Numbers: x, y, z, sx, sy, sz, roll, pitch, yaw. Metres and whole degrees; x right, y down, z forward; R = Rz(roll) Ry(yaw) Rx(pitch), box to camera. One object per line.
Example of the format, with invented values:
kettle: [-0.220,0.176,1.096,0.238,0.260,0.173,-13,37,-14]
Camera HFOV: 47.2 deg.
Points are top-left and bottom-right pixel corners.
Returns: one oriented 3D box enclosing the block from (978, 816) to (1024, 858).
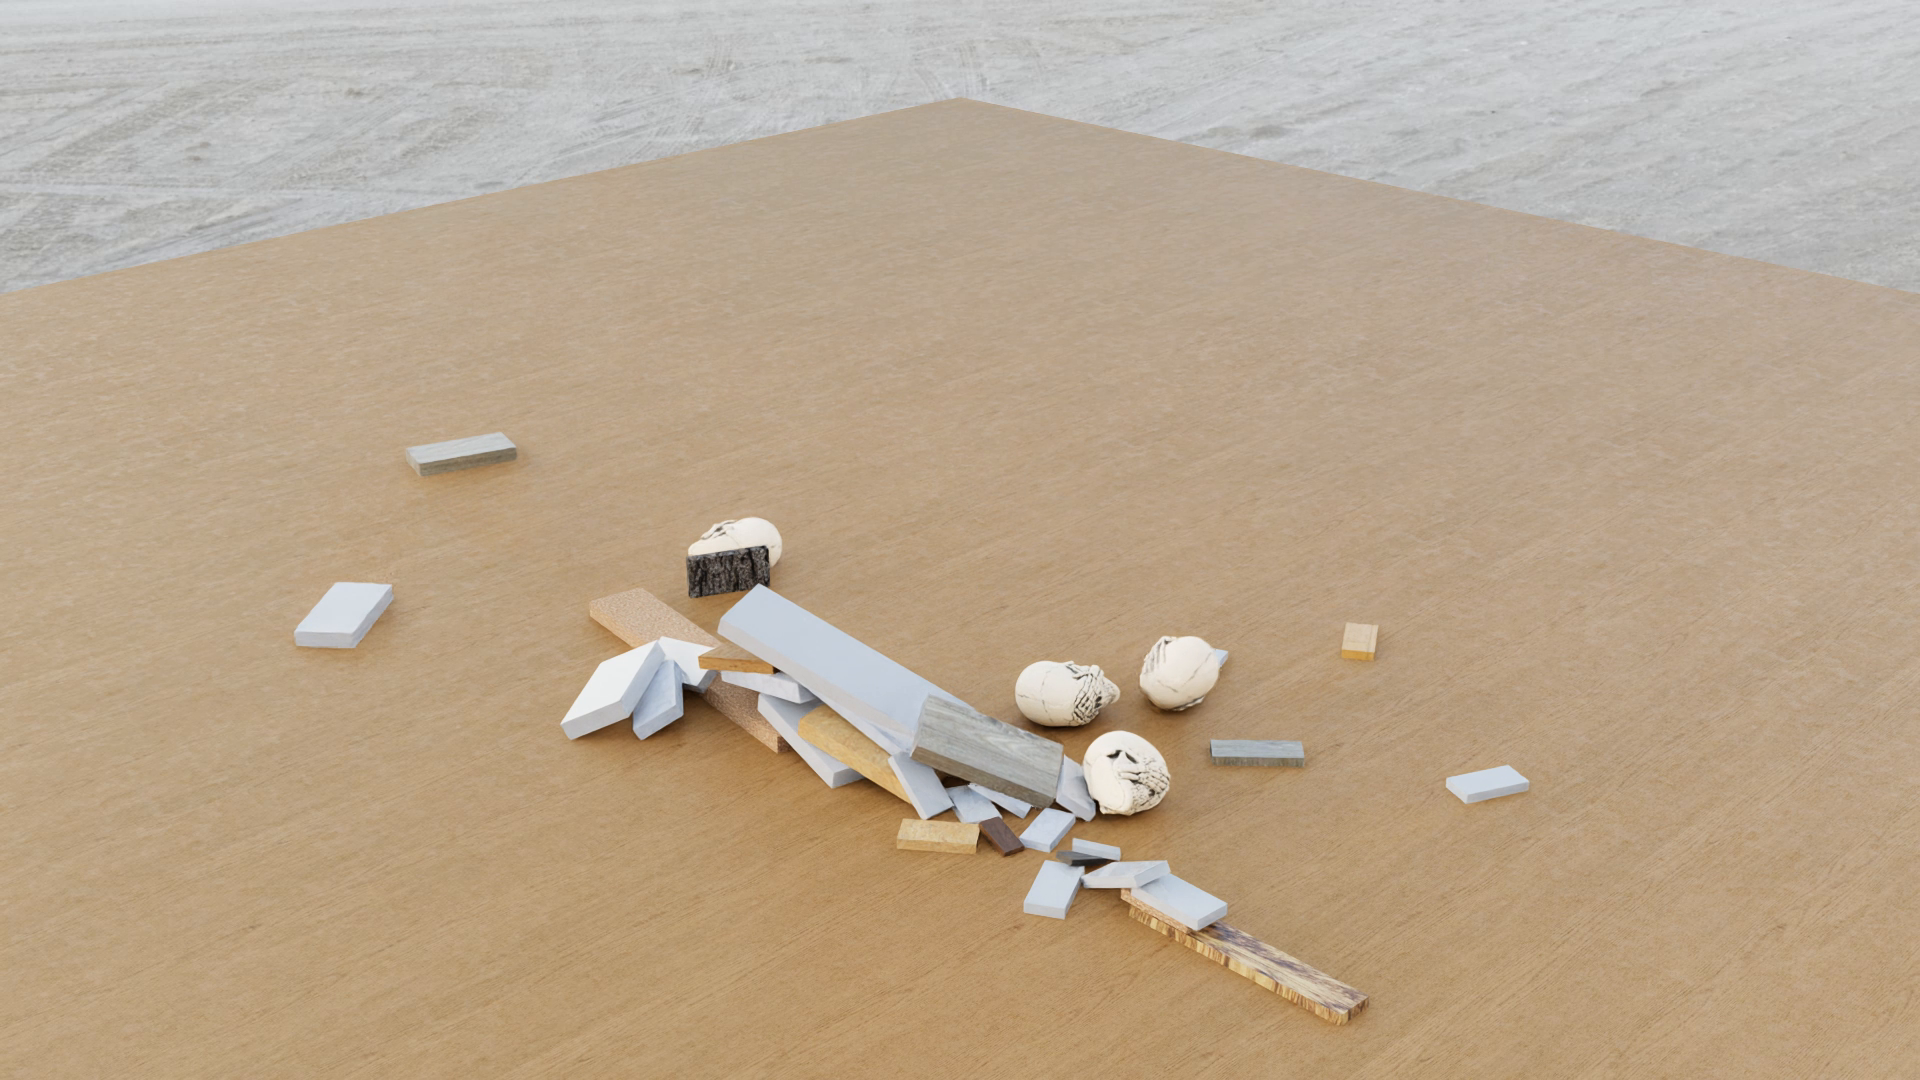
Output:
block: [0.081,0.584,4.336,0.047,0.013,0.094,-14,42,-30]

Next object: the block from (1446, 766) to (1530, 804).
block: [1.090,0.505,4.544,0.150,0.021,0.075,-9,25,-20]

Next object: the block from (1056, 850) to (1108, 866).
block: [0.235,0.615,4.254,0.094,0.013,0.047,5,12,-40]

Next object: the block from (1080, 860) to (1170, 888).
block: [0.310,0.629,4.132,0.079,0.022,0.188,-19,1,-29]

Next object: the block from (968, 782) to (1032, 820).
block: [0.086,0.511,4.464,0.131,0.019,0.066,30,31,6]

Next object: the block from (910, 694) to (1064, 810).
block: [0.056,0.431,4.478,0.301,0.043,0.151,22,40,-8]

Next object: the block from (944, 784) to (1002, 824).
block: [0.026,0.541,4.458,0.073,0.021,0.146,-8,24,-17]

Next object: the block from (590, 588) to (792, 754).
block: [-0.585,0.285,5.037,0.141,0.040,0.858,-16,28,-33]

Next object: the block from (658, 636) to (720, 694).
block: [-0.626,0.281,4.959,0.203,0.029,0.102,9,57,41]

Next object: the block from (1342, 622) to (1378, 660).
block: [0.940,0.238,5.172,0.075,0.021,0.150,5,24,12]

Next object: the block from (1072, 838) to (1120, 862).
block: [0.266,0.603,4.285,0.094,0.013,0.047,12,9,0]

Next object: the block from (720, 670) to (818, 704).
block: [-0.374,0.289,4.774,0.151,0.043,0.301,-17,17,-36]

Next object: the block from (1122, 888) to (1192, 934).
block: [0.388,0.673,4.085,0.082,0.023,0.164,-20,30,-39]

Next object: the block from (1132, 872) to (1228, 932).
block: [0.403,0.662,4.051,0.082,0.023,0.164,-20,30,-38]

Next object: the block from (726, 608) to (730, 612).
block: [-0.396,0.207,4.756,0.109,0.031,0.219,-16,42,-44]

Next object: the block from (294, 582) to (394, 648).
block: [-1.479,0.179,5.287,0.141,0.040,0.282,2,23,5]

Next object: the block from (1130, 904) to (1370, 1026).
block: [0.515,0.748,3.968,0.082,0.023,0.485,-21,31,-40]

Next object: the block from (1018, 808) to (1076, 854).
block: [0.174,0.577,4.377,0.066,0.019,0.131,11,25,24]

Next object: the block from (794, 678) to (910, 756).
block: [-0.223,0.324,4.605,0.396,0.031,0.109,36,41,21]

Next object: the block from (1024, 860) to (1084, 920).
block: [0.180,0.662,4.171,0.079,0.022,0.158,7,24,15]

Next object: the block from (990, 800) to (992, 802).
block: [0.137,0.505,4.541,0.179,0.023,0.081,-3,23,-6]

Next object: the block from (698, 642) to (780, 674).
block: [-0.459,0.258,4.793,0.203,0.029,0.102,2,16,33]

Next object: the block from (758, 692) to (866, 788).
block: [-0.287,0.406,4.674,0.151,0.043,0.302,-16,39,-32]

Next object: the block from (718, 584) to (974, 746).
block: [-0.239,0.273,4.600,0.543,0.043,0.151,29,39,13]

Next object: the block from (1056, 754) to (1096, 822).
block: [0.236,0.506,4.485,0.081,0.023,0.163,33,21,-10]

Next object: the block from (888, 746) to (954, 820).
block: [-0.080,0.491,4.455,0.073,0.021,0.146,-20,74,-39]

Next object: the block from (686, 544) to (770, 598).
block: [-0.574,0.078,5.446,0.203,0.102,0.029,-8,24,-19]

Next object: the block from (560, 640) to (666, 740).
block: [-0.762,0.329,4.851,0.151,0.043,0.302,-22,18,17]

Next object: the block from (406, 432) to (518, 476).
block: [-1.426,-0.246,6.289,0.282,0.040,0.141,-12,26,-26]

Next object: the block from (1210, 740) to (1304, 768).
block: [0.630,0.452,4.667,0.193,0.021,0.075,1,23,2]

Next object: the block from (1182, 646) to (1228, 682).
block: [0.564,0.285,5.066,0.066,0.019,0.131,11,25,24]

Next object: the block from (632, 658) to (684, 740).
block: [-0.664,0.349,4.828,0.109,0.031,0.219,-31,25,6]

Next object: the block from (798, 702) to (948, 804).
block: [-0.173,0.427,4.584,0.301,0.043,0.151,28,38,25]

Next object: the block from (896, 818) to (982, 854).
block: [-0.041,0.586,4.351,0.157,0.022,0.079,3,23,7]
